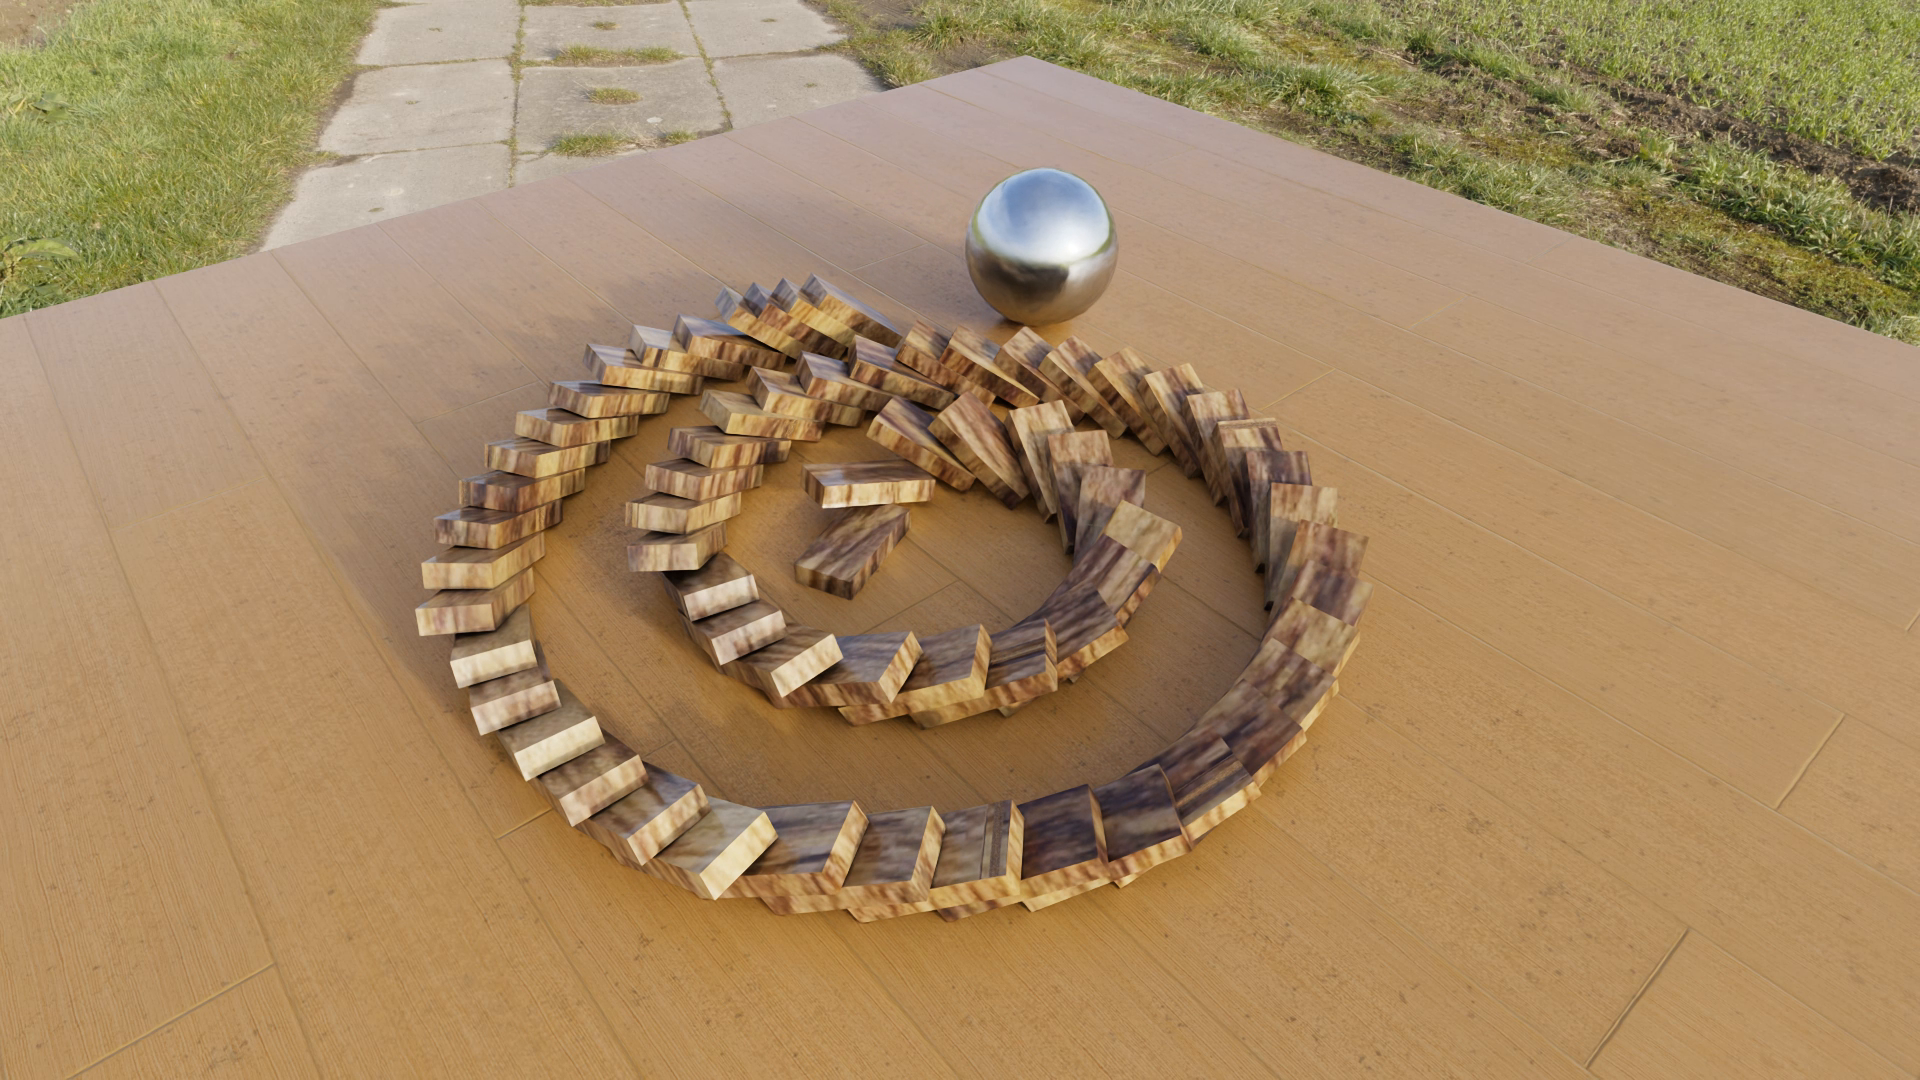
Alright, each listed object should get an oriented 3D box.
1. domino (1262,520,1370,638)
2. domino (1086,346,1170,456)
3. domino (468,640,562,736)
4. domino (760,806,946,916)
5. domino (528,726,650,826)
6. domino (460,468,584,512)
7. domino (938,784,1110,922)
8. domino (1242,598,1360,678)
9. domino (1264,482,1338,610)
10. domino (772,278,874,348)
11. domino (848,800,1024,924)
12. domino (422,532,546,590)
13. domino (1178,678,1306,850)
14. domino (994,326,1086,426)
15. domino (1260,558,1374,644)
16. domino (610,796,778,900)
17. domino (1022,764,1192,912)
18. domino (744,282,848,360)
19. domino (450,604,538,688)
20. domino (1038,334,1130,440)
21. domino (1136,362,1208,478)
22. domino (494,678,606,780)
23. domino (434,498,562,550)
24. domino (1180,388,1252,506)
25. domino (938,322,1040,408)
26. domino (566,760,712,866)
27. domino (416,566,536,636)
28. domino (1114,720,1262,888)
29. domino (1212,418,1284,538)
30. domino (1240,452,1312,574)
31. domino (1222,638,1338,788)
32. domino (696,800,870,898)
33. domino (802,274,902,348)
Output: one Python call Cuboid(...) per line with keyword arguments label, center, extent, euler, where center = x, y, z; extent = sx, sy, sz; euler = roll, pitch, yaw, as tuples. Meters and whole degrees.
Cuboid(label="domino", center=(0.130, 0.019, 0.403), extent=(0.025, 0.010, 0.050), euler=(17, 69, 19))
Cuboid(label="domino", center=(0.084, -0.064, 0.505), extent=(0.025, 0.010, 0.050), euler=(-30, 74, -31))
Cuboid(label="domino", center=(-0.150, 0.048, 0.368), extent=(0.025, 0.010, 0.050), euler=(-19, 18, -21))
Cuboid(label="domino", center=(-0.031, 0.092, 0.315), extent=(0.050, 0.010, 0.025), euler=(-14, 34, 25))
Cuboid(label="domino", center=(-0.118, 0.070, 0.341), extent=(0.025, 0.010, 0.050), euler=(-29, 22, -30))
Cuboid(label="domino", center=(-0.180, -0.023, 0.455), extent=(0.025, 0.010, 0.050), euler=(8, 15, 10))
Cuboid(label="domino", center=(0.017, 0.090, 0.317), extent=(0.050, 0.010, 0.025), euler=(-21, 37, 15))
Cuboid(label="domino", center=(0.110, 0.046, 0.371), extent=(0.025, 0.010, 0.050), euler=(29, 73, 30))
Cuboid(label="domino", center=(0.131, 0.003, 0.423), extent=(0.025, 0.010, 0.050), euler=(6, 66, 7))
Cuboid(label="domino", center=(-0.069, -0.113, 0.557), extent=(0.050, 0.009, 0.025), euler=(23, 21, -41))
Cuboid(label="domino", center=(-0.007, 0.092, 0.315), extent=(0.050, 0.010, 0.025), euler=(-17, 35, 20))
Cuboid(label="domino", center=(-0.180, 0.007, 0.418), extent=(0.025, 0.009, 0.050), euler=(0, 14, 0))
Cuboid(label="domino", center=(0.080, 0.069, 0.342), extent=(0.050, 0.009, 0.025), euler=(-41, 50, -7))
Cuboid(label="domino", center=(0.043, -0.078, 0.523), extent=(0.050, 0.009, 0.025), euler=(39, 48, 5))
Cuboid(label="domino", center=(0.123, 0.033, 0.386), extent=(0.025, 0.009, 0.050), euler=(25, 71, 26))
Cuboid(label="domino", center=(-0.079, 0.087, 0.321), extent=(0.050, 0.010, 0.025), euler=(0, 31, 43))
Cuboid(label="domino", center=(0.040, 0.087, 0.321), extent=(0.050, 0.010, 0.025), euler=(-24, 39, 11))
Cuboid(label="domino", center=(-0.083, -0.110, 0.554), extent=(0.050, 0.010, 0.025), euler=(23, 21, -41))
Cuboid(label="domino", center=(-0.162, 0.036, 0.383), extent=(0.025, 0.009, 0.050), euler=(-16, 16, -18))
Cuboid(label="domino", center=(0.063, -0.072, 0.514), extent=(0.050, 0.010, 0.025), euler=(43, 51, 7))
Cuboid(label="domino", center=(0.102, -0.054, 0.492), extent=(0.025, 0.009, 0.050), euler=(-18, 69, -21))
Cuboid(label="domino", center=(-0.134, 0.060, 0.354), extent=(0.025, 0.010, 0.050), euler=(-25, 20, -27))
Cuboid(label="domino", center=(-0.182, -0.008, 0.437), extent=(0.025, 0.010, 0.050), euler=(6, 14, 8))
Cuboid(label="domino", center=(0.116, -0.040, 0.476), extent=(0.025, 0.010, 0.050), euler=(-9, 66, -11))
Cuboid(label="domino", center=(0.016, -0.082, 0.526), extent=(0.050, 0.009, 0.025), euler=(29, 40, -7))
Cuboid(label="domino", center=(-0.099, 0.079, 0.330), extent=(0.050, 0.010, 0.025), euler=(4, 32, 47))
Cuboid(label="domino", center=(-0.175, 0.022, 0.401), extent=(0.025, 0.010, 0.050), euler=(-4, 14, -5))
Cuboid(label="domino", center=(0.062, 0.079, 0.330), extent=(0.050, 0.010, 0.025), euler=(-34, 44, 1))
Cuboid(label="domino", center=(0.124, -0.026, 0.459), extent=(0.025, 0.009, 0.050), euler=(-5, 65, -6))
Cuboid(label="domino", center=(0.129, -0.012, 0.441), extent=(0.025, 0.010, 0.050), euler=(0, 65, 0))
Cuboid(label="domino", center=(0.096, 0.058, 0.356), extent=(0.050, 0.010, 0.025), euler=(-47, 54, -11))
Cuboid(label="domino", center=(-0.053, 0.090, 0.318), extent=(0.050, 0.009, 0.025), euler=(-12, 33, 28))
Cuboid(label="domino", center=(-0.055, -0.116, 0.561), extent=(0.050, 0.010, 0.025), euler=(23, 21, -41))
